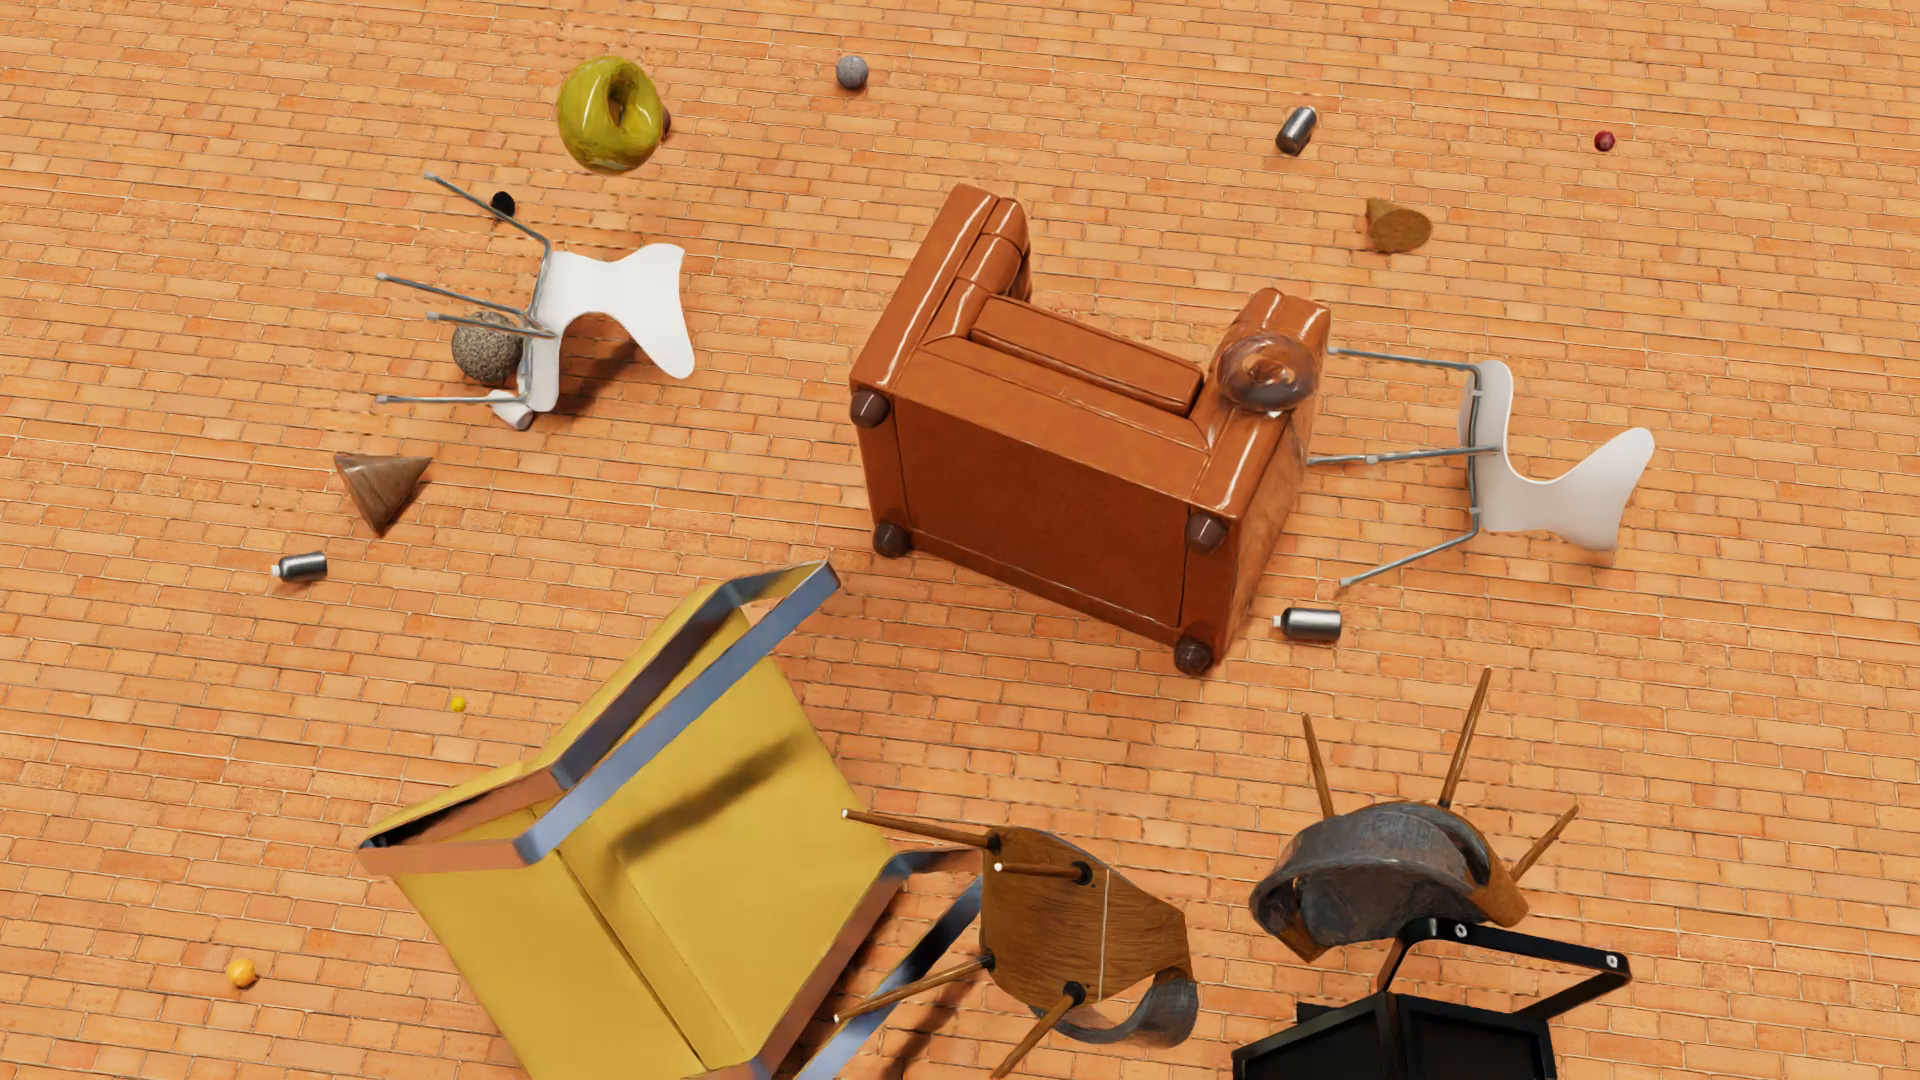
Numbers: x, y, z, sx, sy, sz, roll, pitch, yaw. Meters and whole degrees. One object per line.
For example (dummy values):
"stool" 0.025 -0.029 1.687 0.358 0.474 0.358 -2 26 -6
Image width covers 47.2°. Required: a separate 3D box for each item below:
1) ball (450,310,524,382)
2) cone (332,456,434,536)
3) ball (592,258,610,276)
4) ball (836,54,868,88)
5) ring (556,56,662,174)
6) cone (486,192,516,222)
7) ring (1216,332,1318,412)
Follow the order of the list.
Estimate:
"ball" -1.472 -0.603 6.846 0.220 0.220 0.220 0 56 0
"cone" -1.696 -0.191 6.599 0.265 0.125 0.275 -29 92 -21
"ball" -1.166 -0.883 7.132 0.057 0.057 0.057 0 56 0
"ball" -0.372 -1.616 7.590 0.114 0.114 0.114 0 56 0
"ring" -1.060 -1.287 6.665 0.178 0.350 0.406 -14 35 32
"cone" -1.543 -1.103 7.287 0.094 0.103 0.096 6 43 39
"ring" 0.789 -0.431 5.640 0.269 0.207 0.110 3 14 -6
